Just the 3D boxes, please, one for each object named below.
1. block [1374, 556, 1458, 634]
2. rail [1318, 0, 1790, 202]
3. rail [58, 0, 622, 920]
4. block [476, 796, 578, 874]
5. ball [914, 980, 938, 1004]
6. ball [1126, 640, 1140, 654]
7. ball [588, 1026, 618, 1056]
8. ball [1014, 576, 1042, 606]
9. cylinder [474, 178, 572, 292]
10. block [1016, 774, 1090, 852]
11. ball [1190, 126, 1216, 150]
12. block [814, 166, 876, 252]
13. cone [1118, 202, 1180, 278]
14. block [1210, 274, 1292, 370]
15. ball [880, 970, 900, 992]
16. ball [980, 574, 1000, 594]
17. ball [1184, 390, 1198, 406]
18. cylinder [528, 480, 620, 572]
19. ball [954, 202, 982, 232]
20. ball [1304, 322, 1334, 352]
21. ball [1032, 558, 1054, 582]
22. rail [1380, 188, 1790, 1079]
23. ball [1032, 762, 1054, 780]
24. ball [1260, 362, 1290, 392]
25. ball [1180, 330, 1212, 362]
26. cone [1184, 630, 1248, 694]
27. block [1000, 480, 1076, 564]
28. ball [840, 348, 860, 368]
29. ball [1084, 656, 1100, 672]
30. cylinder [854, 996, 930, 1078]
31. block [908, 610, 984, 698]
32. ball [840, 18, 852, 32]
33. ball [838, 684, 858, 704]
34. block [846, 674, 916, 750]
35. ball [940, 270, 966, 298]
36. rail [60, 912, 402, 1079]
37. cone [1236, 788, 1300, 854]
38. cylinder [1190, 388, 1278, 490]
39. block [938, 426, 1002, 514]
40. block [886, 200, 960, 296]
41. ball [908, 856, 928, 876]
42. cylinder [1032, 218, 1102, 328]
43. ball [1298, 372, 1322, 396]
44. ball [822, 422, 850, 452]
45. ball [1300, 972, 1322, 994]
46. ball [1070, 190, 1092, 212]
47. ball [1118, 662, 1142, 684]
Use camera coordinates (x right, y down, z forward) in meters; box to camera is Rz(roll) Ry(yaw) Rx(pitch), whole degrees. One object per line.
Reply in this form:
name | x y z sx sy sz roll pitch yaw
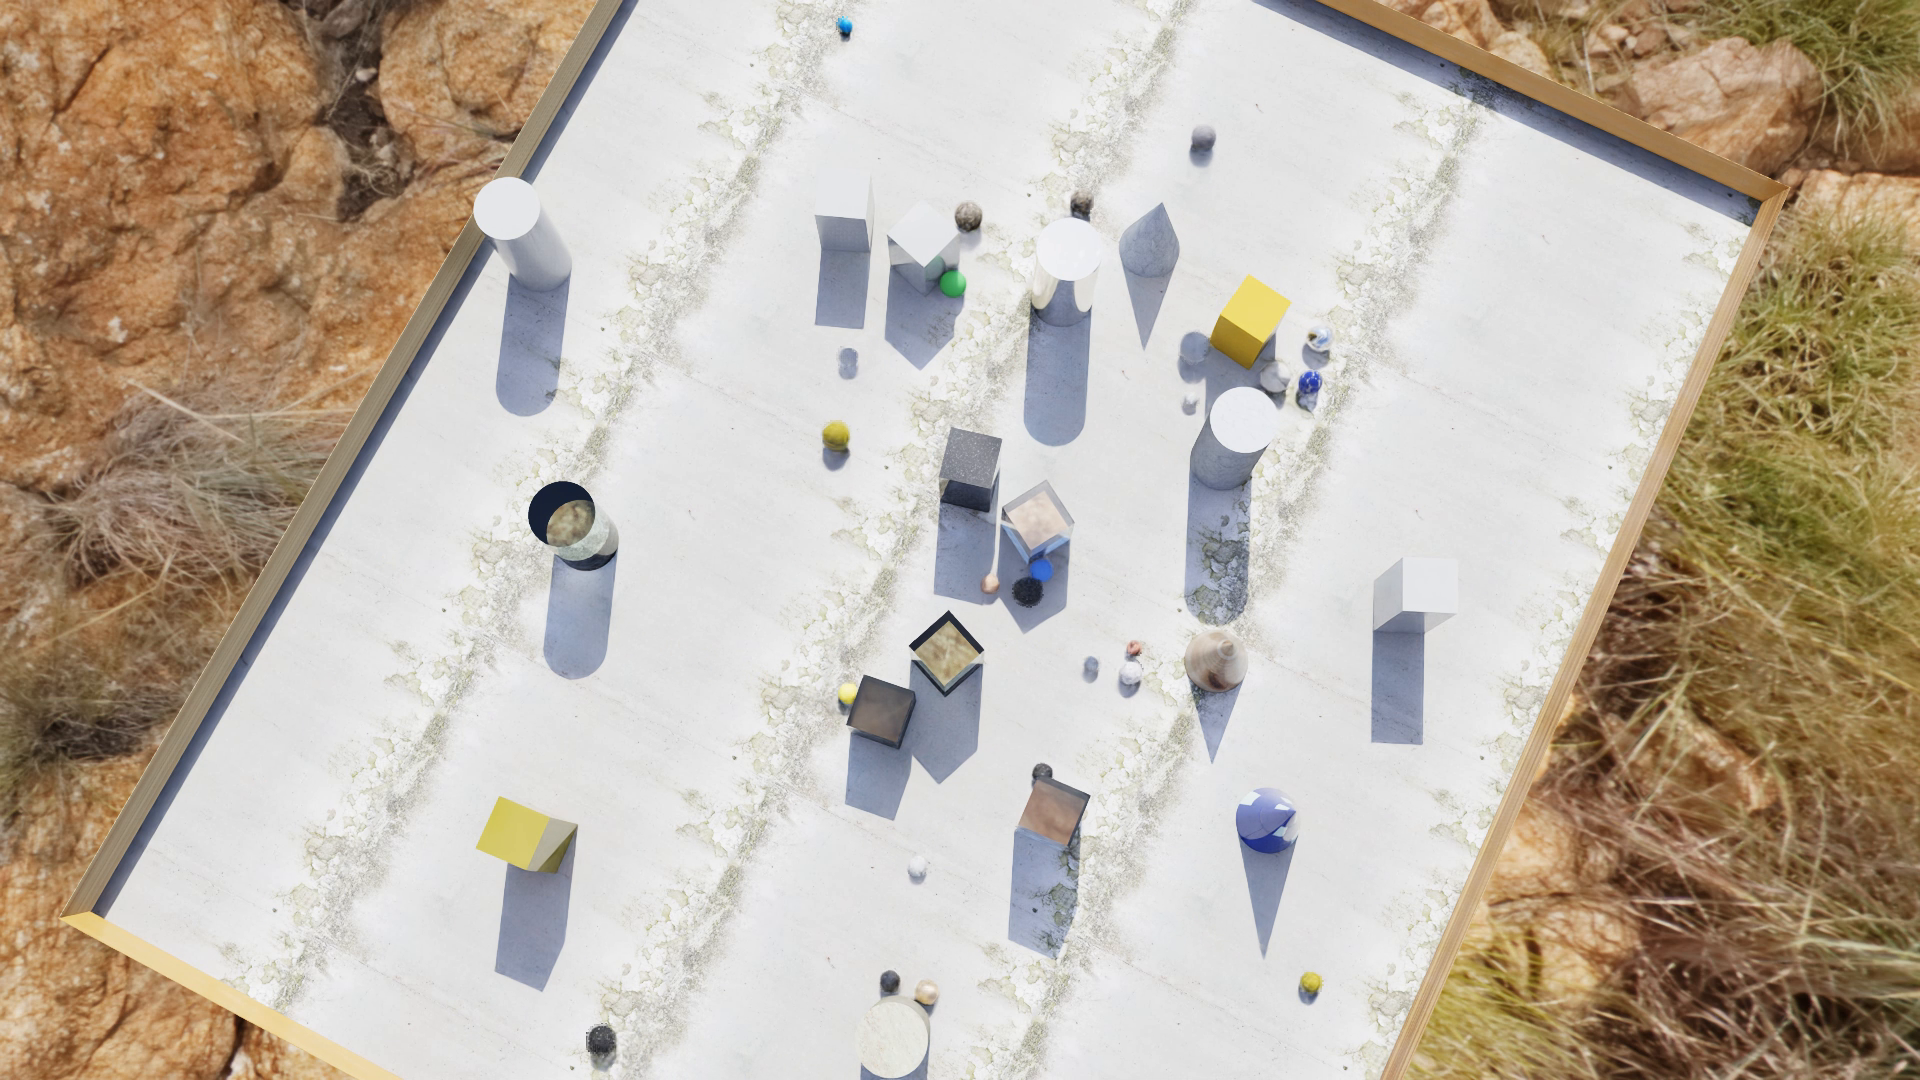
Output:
block | 1.336 0.166 5.390 0.156 0.376 0.156 3 78 1
rail | 0.954 -1.862 5.936 3.636 0.126 0.045 26 80 5
rail | -1.605 -0.779 5.712 0.045 0.126 4.315 26 80 5
block | -1.235 0.847 5.247 0.156 0.380 0.156 22 79 4
ball | -0.096 1.309 5.310 0.069 0.069 0.069 0 78 0
ball | 0.522 0.324 5.527 0.045 0.045 0.045 0 78 0
ball | -1.030 1.440 5.276 0.083 0.083 0.083 0 78 0
ball | 0.204 0.154 5.540 0.088 0.088 0.088 0 78 0
cylinder | -1.324 -0.923 5.576 0.195 0.454 0.195 0 78 0
block | 0.264 0.787 5.274 0.156 0.352 0.156 23 79 5
ball | 0.775 -1.281 5.841 0.080 0.080 0.080 0 78 0
block | -0.355 -1.022 5.683 0.156 0.284 0.156 5 78 1
cone | 0.600 -0.963 5.618 0.195 0.388 0.195 0 78 0
block | 0.884 -0.664 5.611 0.156 0.279 0.156 35 80 7
ball | -0.203 1.280 5.320 0.061 0.061 0.061 0 78 0
ball | 0.091 0.132 5.559 0.058 0.058 0.058 0 78 0
ball | 0.716 -0.439 5.683 0.048 0.048 0.048 0 78 0
cylinder | -1.142 -0.037 5.435 0.195 0.370 0.195 0 78 0
ball | 0.027 -1.020 5.782 0.090 0.090 0.090 0 78 0
ball | 1.119 -0.631 5.701 0.089 0.089 0.089 0 78 0
ball | 0.250 0.092 5.562 0.070 0.070 0.070 0 78 0
rail | 1.605 0.792 5.387 0.045 0.126 4.315 26 80 5
ball | 0.245 0.692 5.442 0.062 0.062 0.062 0 78 0
ball | 0.974 -0.504 5.673 0.095 0.095 0.095 0 78 0
ball | 0.731 -0.600 5.691 0.097 0.097 0.097 0 78 0
cone | 0.775 0.331 5.368 0.195 0.353 0.195 0 78 0
block | 0.232 -0.051 5.506 0.156 0.237 0.156 -32 80 -6
ball | -0.345 -0.569 5.703 0.062 0.062 0.062 0 78 0
ball | 0.395 0.374 5.514 0.049 0.049 0.049 0 78 0
cylinder | -0.182 1.374 5.092 0.195 0.471 0.195 0 78 0
block | -0.039 0.338 5.398 0.156 0.291 0.156 -41 81 -8
ball | -0.370 -1.667 5.939 0.044 0.044 0.044 0 78 0
ball | -0.334 0.460 5.490 0.061 0.061 0.061 0 78 0
block | -0.230 0.508 5.391 0.156 0.236 0.156 18 79 4
ball | -0.022 -0.801 5.738 0.086 0.086 0.086 0 78 0
rail | -0.954 1.876 5.163 3.636 0.126 0.045 26 80 5
cone | 0.915 0.786 5.217 0.195 0.464 0.195 0 78 0
cylinder | 0.808 -0.294 5.438 0.195 0.468 0.195 0 78 0
block | 0.031 -0.207 5.496 0.156 0.321 0.156 13 79 3
block | -0.111 -0.900 5.664 0.156 0.271 0.156 43 81 8
ball | -0.124 0.958 5.390 0.055 0.055 0.055 0 78 0
cylinder | 0.321 -0.806 5.564 0.195 0.430 0.195 0 78 0
ball | 1.084 -0.486 5.679 0.074 0.074 0.074 0 78 0
ball | -0.381 -0.317 5.636 0.089 0.089 0.089 0 78 0
ball | 1.018 1.284 5.319 0.061 0.061 0.061 0 78 0
ball | 0.385 -1.075 5.803 0.070 0.070 0.070 0 78 0
ball | 0.511 0.398 5.499 0.069 0.069 0.069 0 78 0
